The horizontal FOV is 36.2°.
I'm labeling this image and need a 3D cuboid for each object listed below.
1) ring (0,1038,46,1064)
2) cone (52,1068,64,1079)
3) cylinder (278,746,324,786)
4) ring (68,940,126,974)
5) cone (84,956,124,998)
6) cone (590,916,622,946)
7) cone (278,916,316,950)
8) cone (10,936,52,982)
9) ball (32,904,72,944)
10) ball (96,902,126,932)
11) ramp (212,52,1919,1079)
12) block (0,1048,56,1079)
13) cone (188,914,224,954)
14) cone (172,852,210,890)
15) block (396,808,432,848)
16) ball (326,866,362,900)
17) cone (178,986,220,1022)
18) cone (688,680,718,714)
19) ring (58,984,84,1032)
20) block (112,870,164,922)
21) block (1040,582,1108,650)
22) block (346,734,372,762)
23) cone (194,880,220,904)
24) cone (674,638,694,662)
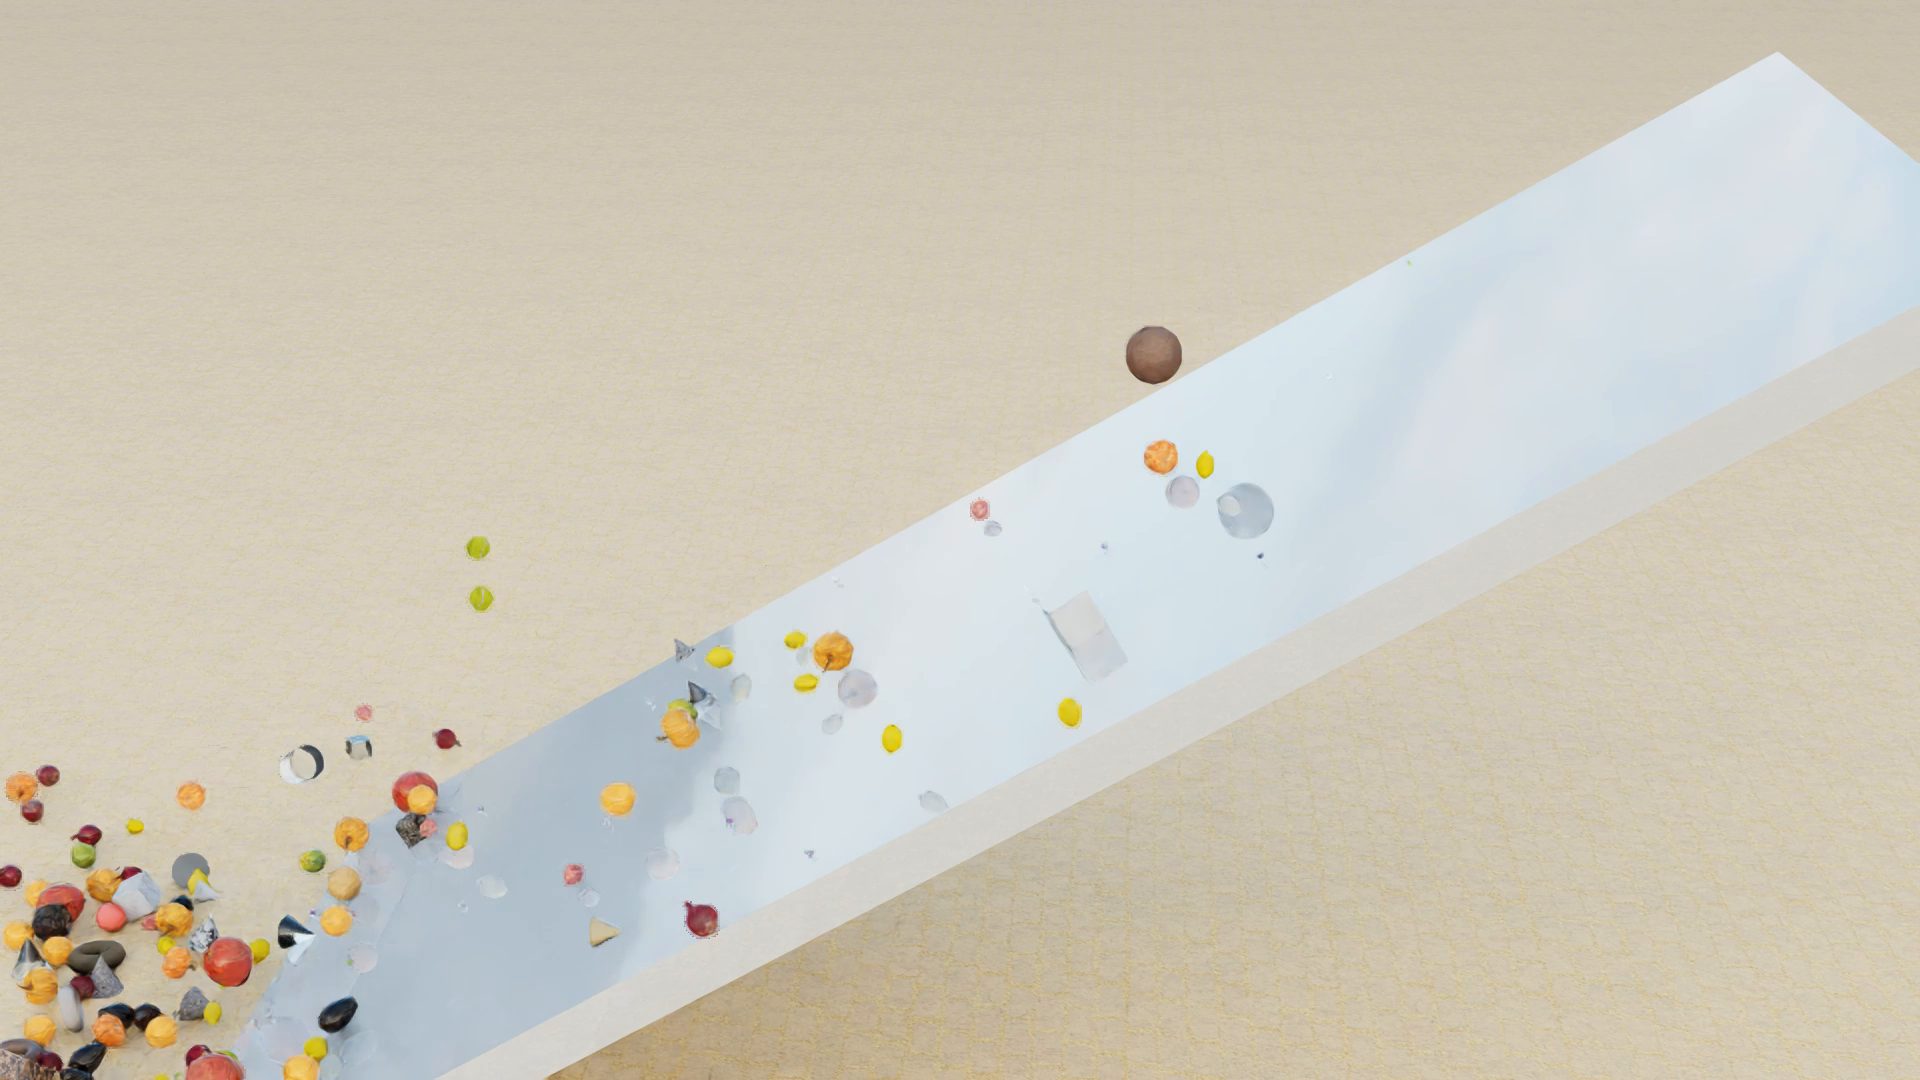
[{"bbox_3d":[-2.121,1.162,6.594,0.137,0.046,0.137,1,19,0],"label":"ring"},{"bbox_3d":[-2.002,1.188,6.507,0.052,0.052,0.052,0,19,0],"label":"cone"},{"bbox_3d":[-1.783,0.610,7.966,0.092,0.092,0.092,-16,-5,-39],"label":"cylinder"},{"bbox_3d":[-2.073,1.001,7.059,0.135,0.045,0.135,-4,15,1],"label":"ring"},{"bbox_3d":[-2.024,1.020,6.940,0.092,0.092,0.092,0,19,0],"label":"cone"},{"bbox_3d":[-0.687,0.766,5.751,0.060,0.060,0.060,-1,18,10],"label":"cone"},{"bbox_3d":[-1.559,0.932,6.960,0.081,0.081,0.081,4,19,19],"label":"cone"},{"bbox_3d":[-2.224,0.988,7.026,0.096,0.096,0.096,0,19,0],"label":"cone"},{"bbox_3d":[-2.216,0.936,7.180,0.096,0.096,0.096,0,19,0],"label":"ball"},{"bbox_3d":[-2.091,0.929,7.242,0.070,0.070,0.070,0,19,0],"label":"ball"},{"bbox_3d":[0.142,0.168,6.286,4.000,0.100,2.000,-29,15,12],"label":"ramp"},{"bbox_3d":[-2.056,1.174,6.400,0.099,0.099,0.099,14,-18,28],"label":"block"},{"bbox_3d":[-1.815,0.939,7.098,0.086,0.086,0.086,13,15,-3],"label":"cone"},{"bbox_3d":[-1.967,0.848,7.522,0.093,0.093,0.093,-5,-7,-15],"label":"cone"},{"bbox_3d":[-1.337,0.706,7.206,0.060,0.060,0.060,-30,15,8],"label":"block"},{"bbox_3d":[-1.479,0.825,7.061,0.081,0.081,0.081,0,19,0],"label":"ball"},{"bbox_3d":[-1.742,1.083,6.784,0.083,0.083,0.083,15,23,17],"label":"cone"},{"bbox_3d":[-0.614,0.357,6.860,0.072,0.072,0.072,-30,15,9],"label":"cone"},{"bbox_3d":[-2.041,1.076,6.755,0.037,0.112,0.112,-15,21,-9],"label":"ring"},{"bbox_3d":[-2.041,0.885,7.301,0.077,0.077,0.077,-26,23,14],"label":"block"},{"bbox_3d":[0.224,0.149,5.809,0.086,0.086,0.086,-33,15,-5],"label":"block"},{"bbox_3d":[-1.693,0.585,8.279,0.052,0.052,0.052,-13,22,-32],"label":"block"},{"bbox_3d":[-1.865,0.882,7.307,0.062,0.062,0.062,18,11,-24],"label":"cone"},{"bbox_3d":[-0.701,0.267,7.366,0.055,0.055,0.055,-30,15,9],"label":"cone"}]
